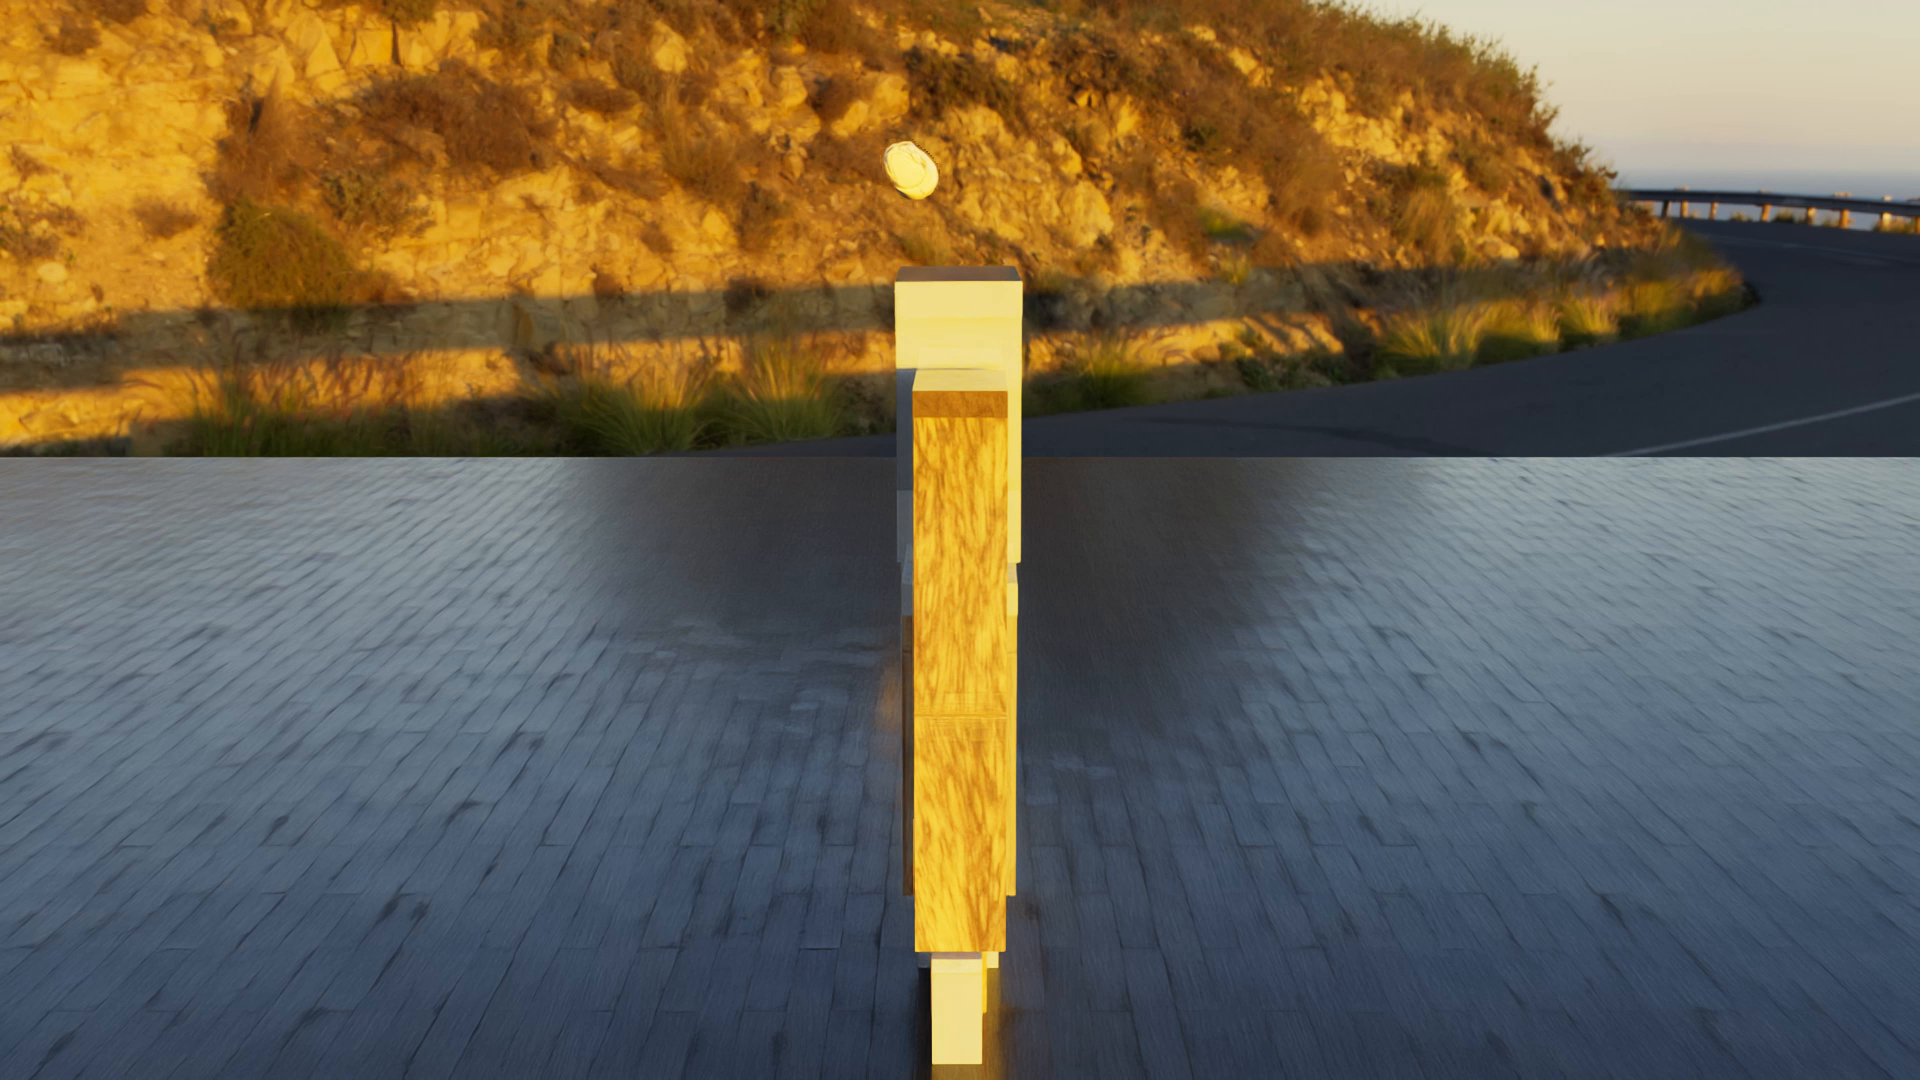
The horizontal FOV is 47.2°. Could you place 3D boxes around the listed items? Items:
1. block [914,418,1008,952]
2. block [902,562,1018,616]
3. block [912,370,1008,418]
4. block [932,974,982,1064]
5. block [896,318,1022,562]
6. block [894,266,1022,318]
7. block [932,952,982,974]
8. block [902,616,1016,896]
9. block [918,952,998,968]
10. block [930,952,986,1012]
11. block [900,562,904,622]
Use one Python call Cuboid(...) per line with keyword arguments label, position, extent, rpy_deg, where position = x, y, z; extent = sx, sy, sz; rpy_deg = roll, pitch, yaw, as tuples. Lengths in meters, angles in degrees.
Cuboid(label="block", position=(0.001, 0.196, 2.937), extent=(0.123, 0.733, 0.035), rpy_deg=(0, 11, 0))
Cuboid(label="block", position=(0.000, 0.053, 3.168), extent=(0.159, 0.045, 0.319), rpy_deg=(0, 11, 0))
Cuboid(label="block", position=(0.001, -0.197, 2.948), extent=(0.123, 0.035, 0.246), rpy_deg=(0, 11, 0))
Cuboid(label="block", position=(-0.004, 0.646, 2.996), extent=(0.068, 0.136, 0.019), rpy_deg=(0, 11, 0))
Cuboid(label="block", position=(-0.002, -0.146, 3.147), extent=(0.177, 0.354, 0.050), rpy_deg=(0, 11, 0))
Cuboid(label="block", position=(-0.003, -0.366, 3.226), extent=(0.177, 0.050, 0.354), rpy_deg=(0, 11, 0))
Cuboid(label="block", position=(-0.004, 0.561, 3.026), extent=(0.068, 0.019, 0.136), rpy_deg=(0, 11, 0))
Cuboid(label="block", position=(-0.001, 0.297, 3.105), extent=(0.159, 0.413, 0.045), rpy_deg=(0, 10, 0))
Cuboid(label="block", position=(-0.003, 0.527, 3.339), extent=(0.122, 0.244, 0.035), rpy_deg=(0, 11, 0))
Cuboid(label="block", position=(-0.002, 0.601, 3.169), extent=(0.081, 0.161, 0.023), rpy_deg=(0, 11, 0))
Cuboid(label="block", position=(-0.004, -0.092, 3.397), extent=(0.177, 0.551, 0.050), rpy_deg=(0, 10, 0))
